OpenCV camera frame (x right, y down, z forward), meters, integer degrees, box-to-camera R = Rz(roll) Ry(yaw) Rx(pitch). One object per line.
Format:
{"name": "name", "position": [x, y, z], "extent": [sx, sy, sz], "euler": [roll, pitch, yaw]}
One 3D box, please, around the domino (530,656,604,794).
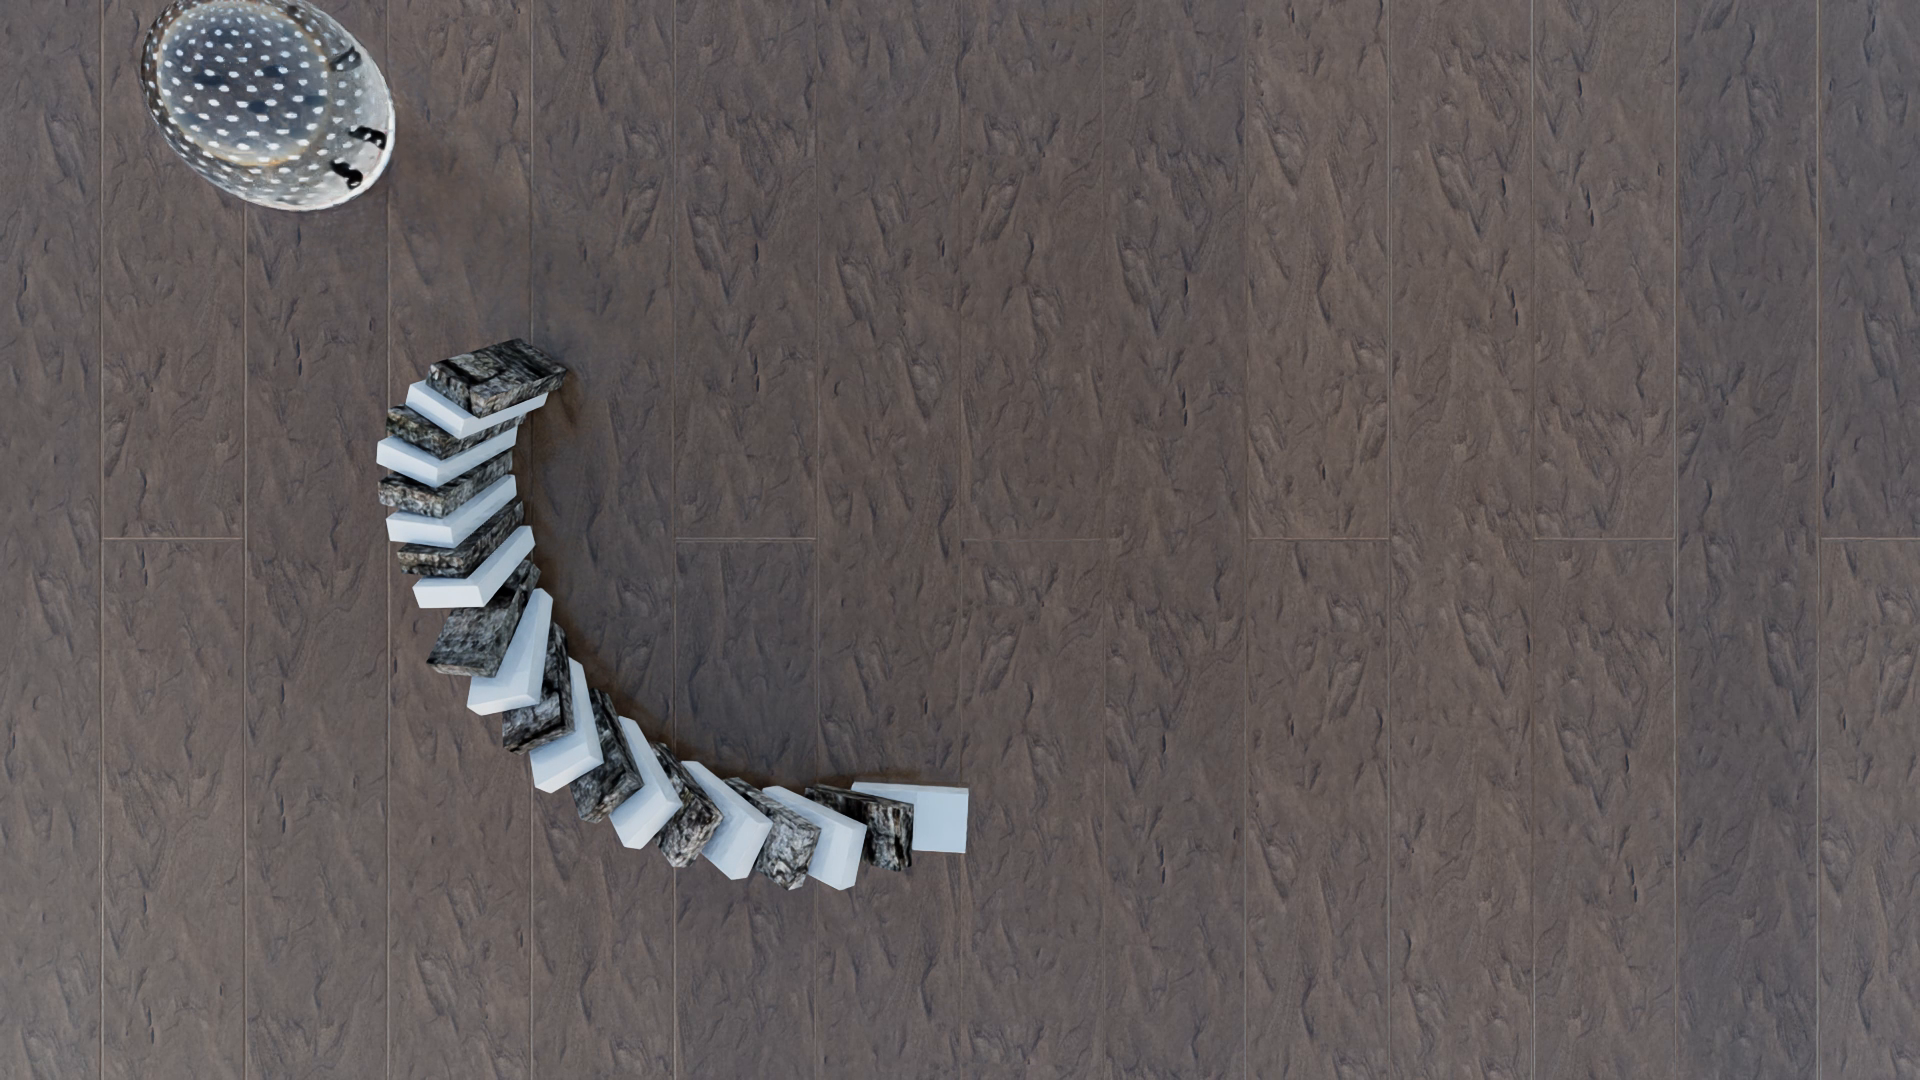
{"name": "domino", "position": [-0.167, 0.076, 0.382], "extent": [0.025, 0.009, 0.050], "euler": [-30, 56, 0]}

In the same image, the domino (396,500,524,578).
{"name": "domino", "position": [-0.203, -0.002, 0.376], "extent": [0.025, 0.050, 0.010], "euler": [5, 119, 0]}

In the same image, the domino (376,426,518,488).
{"name": "domino", "position": [-0.209, -0.040, 0.376], "extent": [0.025, 0.050, 0.010], "euler": [24, 118, 0]}

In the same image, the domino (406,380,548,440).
{"name": "domino", "position": [-0.196, -0.059, 0.376], "extent": [0.025, 0.050, 0.010], "euler": [33, 118, 0]}

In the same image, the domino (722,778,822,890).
{"name": "domino", "position": [-0.083, 0.122, 0.383], "extent": [0.050, 0.010, 0.025], "euler": [20, 91, 31]}

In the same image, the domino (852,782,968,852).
{"name": "domino", "position": [-0.022, 0.119, 0.395], "extent": [0.050, 0.009, 0.025], "euler": [3, 90, 0]}

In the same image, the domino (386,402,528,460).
{"name": "domino", "position": [-0.205, -0.051, 0.376], "extent": [0.025, 0.050, 0.010], "euler": [30, 118, 0]}

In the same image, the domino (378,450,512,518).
{"name": "domino", "position": [-0.209, -0.027, 0.376], "extent": [0.025, 0.050, 0.010], "euler": [14, 118, 0]}

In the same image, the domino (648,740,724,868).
{"name": "domino", "position": [-0.121, 0.109, 0.382], "extent": [0.050, 0.009, 0.025], "euler": [35, 90, 35]}

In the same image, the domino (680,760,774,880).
{"name": "domino", "position": [-0.103, 0.116, 0.383], "extent": [0.050, 0.010, 0.025], "euler": [26, 90, 31]}

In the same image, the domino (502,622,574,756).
{"name": "domino", "position": [-0.177, 0.061, 0.382], "extent": [0.025, 0.009, 0.050], "euler": [-23, 55, 1]}

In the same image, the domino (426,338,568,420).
{"name": "domino", "position": [-0.189, -0.067, 0.376], "extent": [0.025, 0.050, 0.009], "euler": [33, 118, 0]}

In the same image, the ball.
{"name": "ball", "position": [-0.268, -0.172, 0.360], "extent": [0.080, 0.080, 0.080], "euler": [0, 90, 0]}

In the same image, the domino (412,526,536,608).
{"name": "domino", "position": [-0.198, 0.010, 0.376], "extent": [0.025, 0.050, 0.010], "euler": [-1, 118, 0]}

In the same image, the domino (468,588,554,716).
{"name": "domino", "position": [-0.187, 0.046, 0.382], "extent": [0.025, 0.010, 0.050], "euler": [-12, 56, 3]}

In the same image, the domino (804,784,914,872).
{"name": "domino", "position": [-0.043, 0.119, 0.382], "extent": [0.050, 0.009, 0.025], "euler": [2, 89, 32]}

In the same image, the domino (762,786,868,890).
{"name": "domino", "position": [-0.064, 0.123, 0.383], "extent": [0.050, 0.009, 0.025], "euler": [13, 91, 32]}

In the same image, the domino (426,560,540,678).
{"name": "domino", "position": [-0.197, 0.031, 0.381], "extent": [0.025, 0.009, 0.050], "euler": [3, 58, 10]}

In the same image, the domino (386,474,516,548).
{"name": "domino", "position": [-0.207, -0.014, 0.376], "extent": [0.025, 0.050, 0.010], "euler": [7, 118, 0]}

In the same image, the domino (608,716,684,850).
{"name": "domino", "position": [-0.137, 0.100, 0.382], "extent": [0.025, 0.009, 0.050], "euler": [-46, 55, 0]}

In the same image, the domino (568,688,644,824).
{"name": "domino", "position": [-0.152, 0.089, 0.382], "extent": [0.025, 0.010, 0.050], "euler": [-39, 55, 1]}
